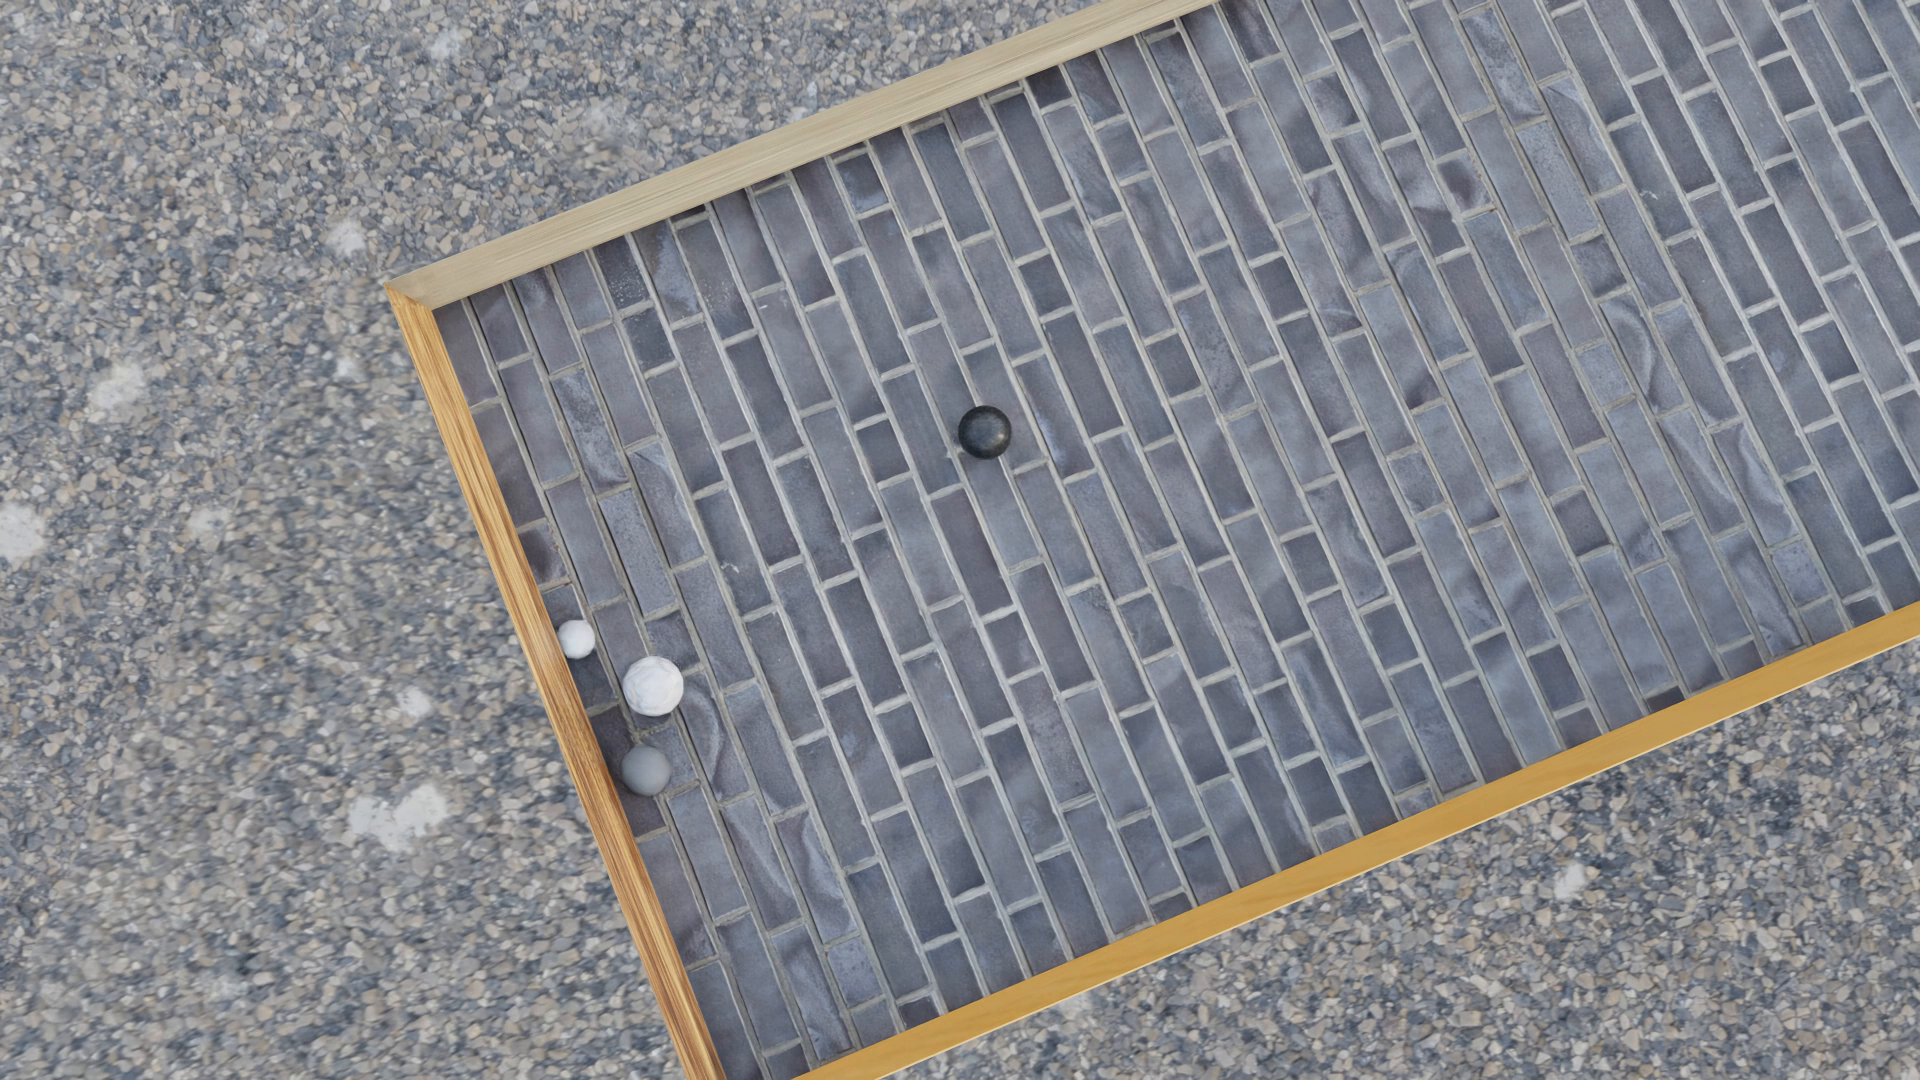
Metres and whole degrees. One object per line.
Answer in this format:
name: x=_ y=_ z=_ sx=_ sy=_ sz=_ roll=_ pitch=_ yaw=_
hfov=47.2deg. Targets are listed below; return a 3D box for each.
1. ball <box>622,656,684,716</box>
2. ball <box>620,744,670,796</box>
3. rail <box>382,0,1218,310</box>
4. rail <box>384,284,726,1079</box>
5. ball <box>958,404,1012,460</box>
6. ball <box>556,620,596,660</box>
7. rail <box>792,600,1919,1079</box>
ball: x=-0.452 y=0.216 z=3.241 sx=0.089 sy=0.089 sz=0.089 roll=0 pitch=79 yaw=0
ball: x=-0.462 y=0.338 z=3.225 sx=0.075 sy=0.075 sz=0.075 roll=0 pitch=79 yaw=0
rail: x=0.351 y=-0.843 z=3.427 sx=2.608 sy=0.115 sz=0.045 roll=-22 pitch=80 yaw=-4
rail: x=-0.580 y=0.233 z=3.223 sx=0.045 sy=0.115 sz=1.356 roll=-22 pitch=80 yaw=-4
ball: x=0.038 y=-0.162 z=3.315 sx=0.083 sy=0.083 sz=0.083 roll=0 pitch=79 yaw=0
ball: x=-0.571 y=0.148 z=3.269 sx=0.060 sy=0.060 sz=0.060 roll=0 pitch=79 yaw=0
rail: x=0.853 y=0.344 z=3.202 sx=2.608 sy=0.115 sz=0.045 roll=-22 pitch=80 yaw=-4
